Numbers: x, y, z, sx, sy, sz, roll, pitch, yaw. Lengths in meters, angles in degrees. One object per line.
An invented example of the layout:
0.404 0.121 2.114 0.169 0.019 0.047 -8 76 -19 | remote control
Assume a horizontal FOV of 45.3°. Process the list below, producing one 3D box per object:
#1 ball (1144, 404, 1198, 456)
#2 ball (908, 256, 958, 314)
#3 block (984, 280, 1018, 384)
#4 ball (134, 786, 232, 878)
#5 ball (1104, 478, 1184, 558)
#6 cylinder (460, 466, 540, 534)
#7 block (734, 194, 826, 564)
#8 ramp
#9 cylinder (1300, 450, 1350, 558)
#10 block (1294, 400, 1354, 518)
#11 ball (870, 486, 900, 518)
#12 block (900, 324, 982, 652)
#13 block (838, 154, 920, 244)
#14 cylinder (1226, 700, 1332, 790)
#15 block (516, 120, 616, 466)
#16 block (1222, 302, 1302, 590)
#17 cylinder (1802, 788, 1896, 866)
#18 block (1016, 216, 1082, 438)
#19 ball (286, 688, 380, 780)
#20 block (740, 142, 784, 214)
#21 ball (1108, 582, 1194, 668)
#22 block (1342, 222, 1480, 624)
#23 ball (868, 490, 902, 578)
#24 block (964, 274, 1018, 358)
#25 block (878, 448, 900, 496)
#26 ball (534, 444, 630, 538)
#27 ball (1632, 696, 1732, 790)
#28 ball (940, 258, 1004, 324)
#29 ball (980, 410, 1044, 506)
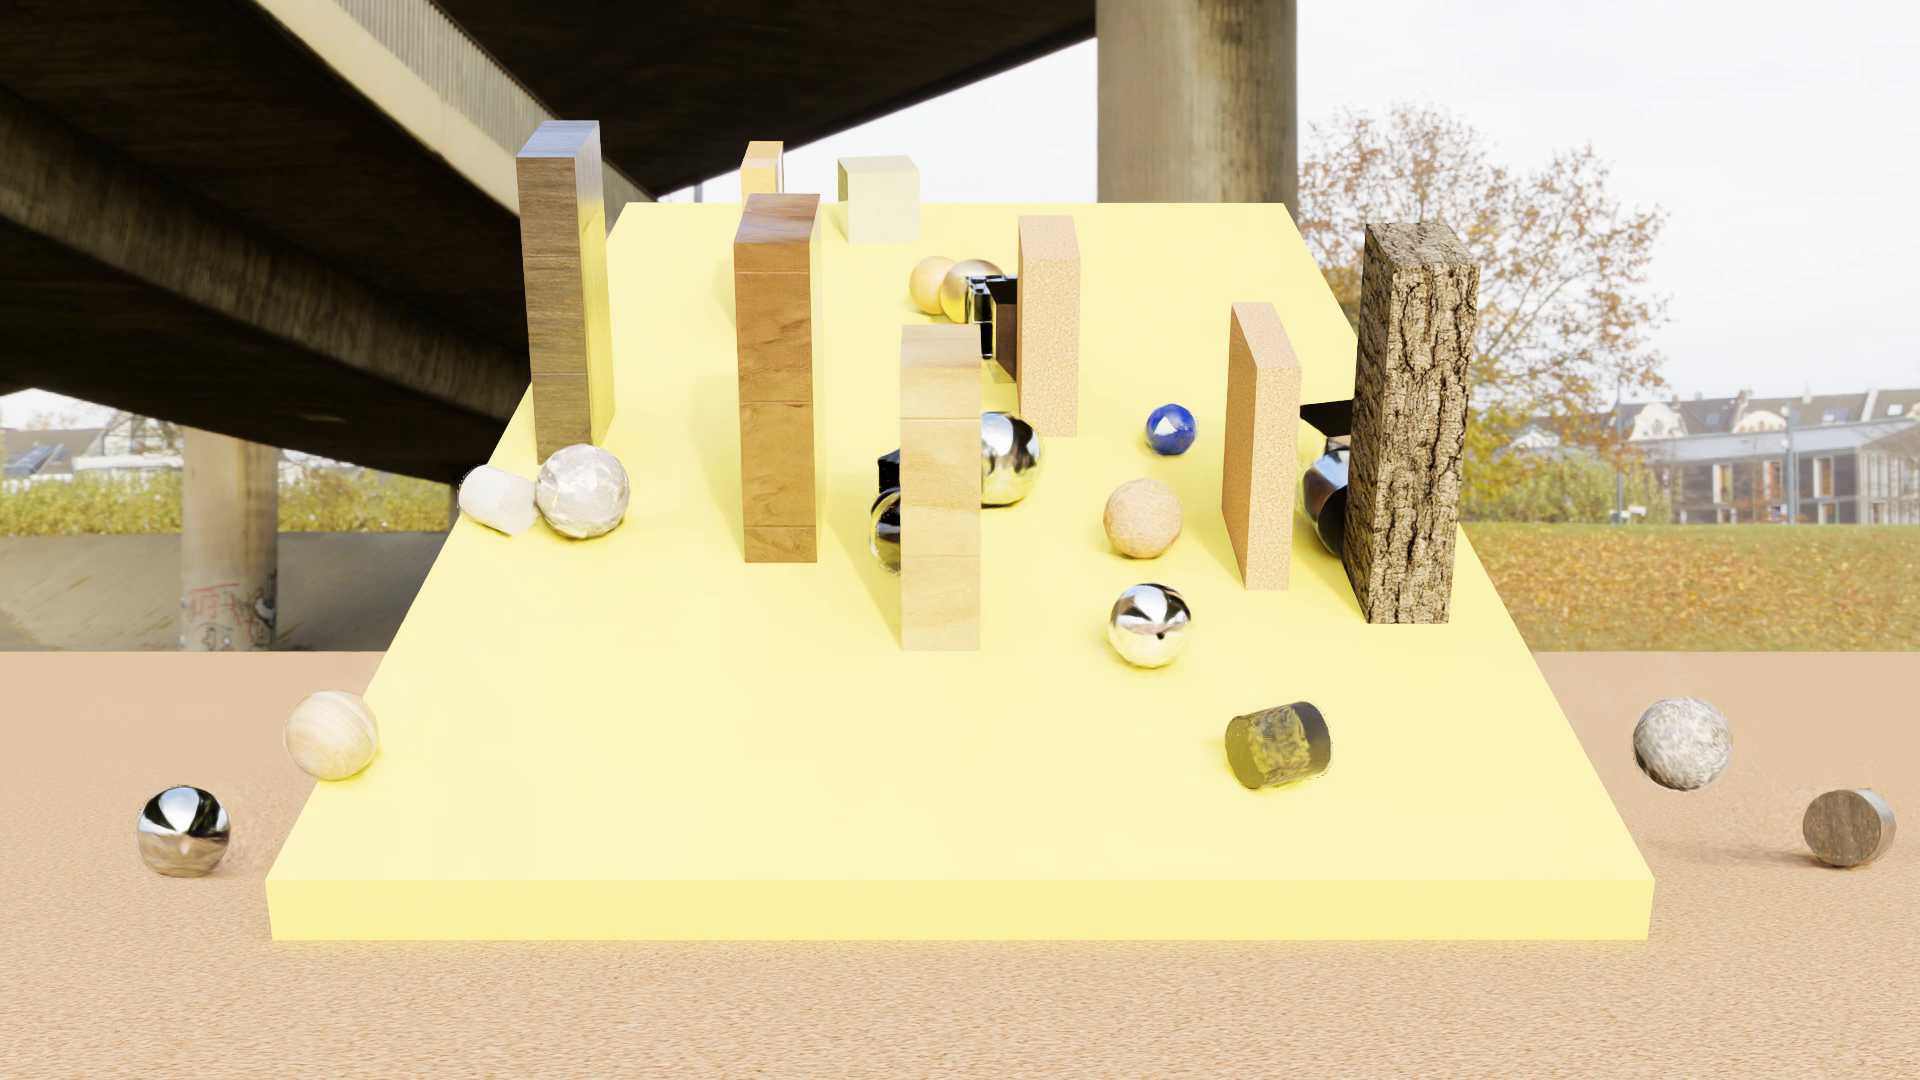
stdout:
0.453 -0.236 4.935 0.113 0.113 0.113 0 -3 0 | ball
-0.058 -0.655 5.905 0.151 0.151 0.151 0 -3 0 | ball
0.166 -0.497 5.464 0.194 0.194 0.194 -3 22 -7 | block
-1.431 0.538 4.239 0.169 0.169 0.169 0 -3 0 | ball
0.351 -0.042 4.406 0.154 0.154 0.154 0 -3 0 | ball
-0.906 -0.079 4.538 0.114 0.114 0.114 18 8 35 | cylinder
-0.342 -0.317 4.450 0.138 0.628 0.373 0 22 0 | block
-0.007 -0.222 5.180 2.000 0.100 4.000 0 22 0 | ramp
0.757 -0.067 4.452 0.167 0.167 0.167 0 22 -5 | cylinder
0.779 -0.156 4.635 0.194 0.194 0.194 -7 23 -17 | block
-0.112 -0.043 4.447 0.125 0.125 0.125 0 -3 0 | ball
-0.033 -0.093 4.045 0.137 0.521 0.247 0 22 0 | block
-0.235 -0.982 6.629 0.206 0.206 0.206 -4 23 -10 | block
0.493 0.318 3.567 0.117 0.117 0.117 -11 2 -25 | cylinder
-0.838 -0.532 4.926 0.119 0.662 0.349 0 22 0 | block
0.571 -0.186 4.388 0.080 0.435 0.415 0 22 0 | block
1.722 0.554 4.452 0.144 0.144 0.144 -2 -5 33 | cylinder
0.195 -0.484 5.156 0.123 0.403 0.377 0 22 0 | block
-0.976 0.302 3.578 0.141 0.141 0.141 0 -3 0 | ball
-0.481 -0.727 5.680 0.082 0.454 0.288 0 22 0 | block
0.328 0.146 3.958 0.147 0.147 0.147 0 -3 0 | ball
0.806 -0.210 4.147 0.147 0.665 0.285 0 22 0 | block
-0.087 -0.011 4.304 0.171 0.171 0.171 0 -3 0 | ball
0.103 -0.548 5.629 0.163 0.163 0.163 -3 22 -7 | block
-0.062 -0.101 4.563 0.143 0.143 0.143 15 27 32 | block
-0.736 -0.095 4.490 0.185 0.185 0.185 0 -3 0 | ball
1.224 0.345 3.899 0.160 0.160 0.160 0 -3 0 | ball
0.039 -0.617 5.777 0.179 0.179 0.179 0 -3 0 | ball
0.073 -0.166 4.653 0.191 0.191 0.191 0 -3 0 | ball
